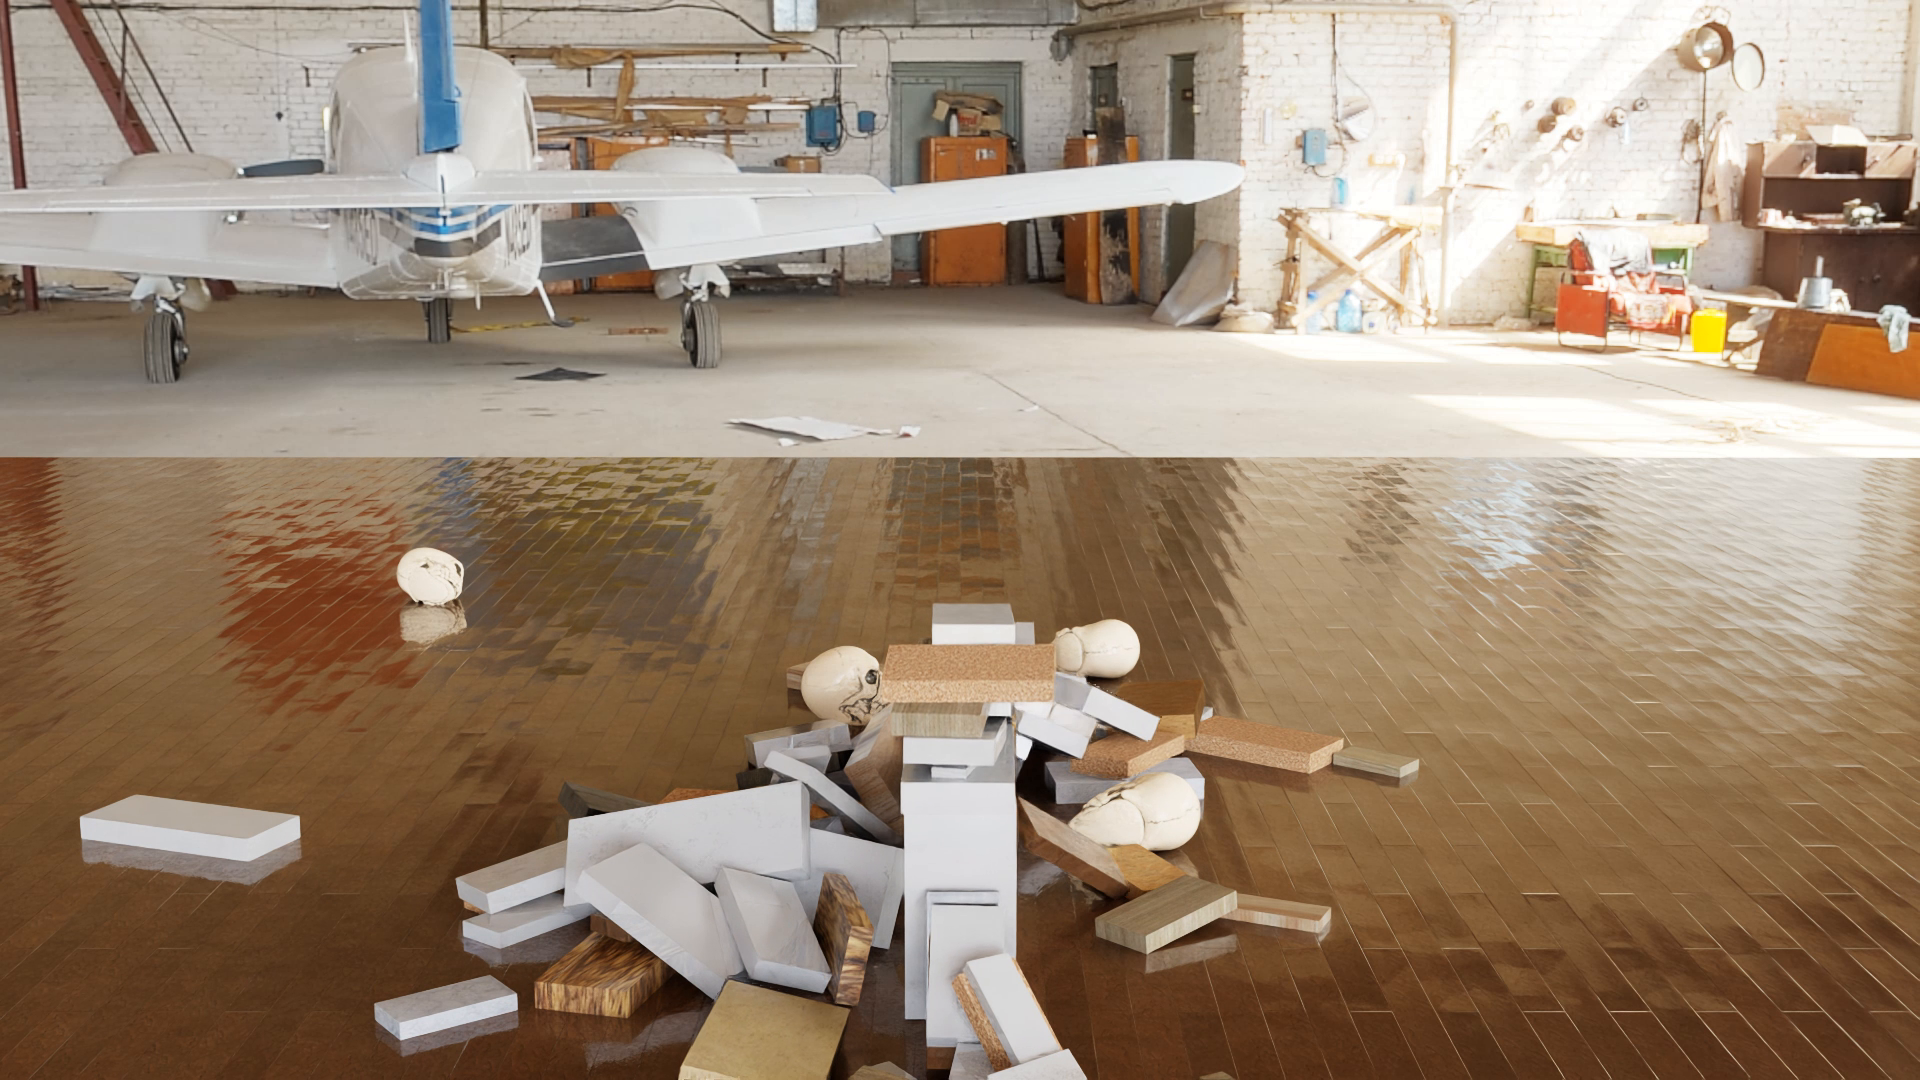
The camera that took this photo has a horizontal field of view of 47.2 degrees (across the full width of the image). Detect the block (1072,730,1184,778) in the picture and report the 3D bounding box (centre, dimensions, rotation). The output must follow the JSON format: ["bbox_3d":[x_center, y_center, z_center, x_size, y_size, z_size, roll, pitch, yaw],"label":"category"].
[{"bbox_3d":[0.329,0.415,4.295,0.121,0.034,0.243,5,10,31],"label":"block"}]

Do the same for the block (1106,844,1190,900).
[{"bbox_3d":[0.305,0.566,3.714,0.108,0.031,0.216,-5,11,-24],"label":"block"}]

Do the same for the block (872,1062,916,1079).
[{"bbox_3d":[-0.089,0.722,2.923,0.049,0.014,0.097,-7,13,-33],"label":"block"}]

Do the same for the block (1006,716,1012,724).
[{"bbox_3d":[0.002,0.293,3.518,0.155,0.044,0.310,0,1,0],"label":"block"}]

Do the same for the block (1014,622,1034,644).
[{"bbox_3d":[0.062,0.175,3.330,0.102,0.029,0.203,1,20,1],"label":"block"}]

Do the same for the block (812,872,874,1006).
[{"bbox_3d":[-0.179,0.596,3.299,0.034,0.119,0.239,10,8,-15],"label":"block"}]

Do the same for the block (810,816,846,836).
[{"bbox_3d":[-0.331,0.524,3.685,0.253,0.036,0.126,-13,13,26],"label":"block"}]

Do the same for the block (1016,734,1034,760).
[{"bbox_3d":[0.041,0.384,4.346,0.141,0.040,0.282,23,-7,-10],"label":"block"}]

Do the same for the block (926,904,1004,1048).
[{"bbox_3d":[0.009,0.595,3.003,0.100,0.028,0.201,1,50,1],"label":"block"}]

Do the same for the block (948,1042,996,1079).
[{"bbox_3d":[0.016,0.708,2.888,0.057,0.016,0.114,2,30,10],"label":"block"}]

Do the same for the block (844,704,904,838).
[{"bbox_3d":[-0.118,0.432,4.024,0.051,0.180,0.359,-30,6,10],"label":"block"}]

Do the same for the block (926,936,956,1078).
[{"bbox_3d":[0.006,0.637,3.005,0.100,0.028,0.201,0,50,0],"label":"block"}]

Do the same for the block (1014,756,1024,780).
[{"bbox_3d":[0.031,0.397,4.161,0.141,0.040,0.282,20,-8,13],"label":"block"}]

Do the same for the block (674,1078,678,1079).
[{"bbox_3d":[-0.459,0.743,2.710,0.351,0.050,0.175,-4,11,-21],"label":"block"}]

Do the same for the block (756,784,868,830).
[{"bbox_3d":[-0.266,0.480,3.977,0.113,0.032,0.225,-7,13,-33],"label":"block"}]

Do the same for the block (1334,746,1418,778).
[{"bbox_3d":[0.832,0.443,4.401,0.150,0.021,0.075,9,14,39],"label":"block"}]

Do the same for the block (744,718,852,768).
[{"bbox_3d":[-0.320,0.396,4.285,0.180,0.051,0.359,-10,-1,-9],"label":"block"}]

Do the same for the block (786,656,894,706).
[{"bbox_3d":[-0.220,0.321,4.996,0.319,0.045,0.159,8,13,36],"label":"block"}]

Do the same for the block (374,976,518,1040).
[{"bbox_3d":[-0.739,0.671,3.163,0.179,0.025,0.090,-8,13,-36],"label":"block"}]

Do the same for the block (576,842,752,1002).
[{"bbox_3d":[-0.424,0.572,3.316,0.288,0.041,0.144,33,26,22],"label":"block"}]

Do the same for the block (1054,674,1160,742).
[{"bbox_3d":[0.207,0.310,4.435,0.180,0.051,0.414,26,-6,-31],"label":"block"}]

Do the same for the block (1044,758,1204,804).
[{"bbox_3d":[0.315,0.463,4.241,0.285,0.040,0.143,-1,11,-7],"label":"block"}]

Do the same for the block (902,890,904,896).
[{"bbox_3d":[-0.158,0.580,3.668,0.139,0.020,0.070,-5,12,-22],"label":"block"}]

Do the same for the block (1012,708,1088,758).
[{"bbox_3d":[0.135,0.369,4.276,0.141,0.040,0.282,25,-8,-15],"label":"block"}]

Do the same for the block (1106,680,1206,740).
[{"bbox_3d":[0.413,0.357,4.613,0.180,0.051,0.360,-4,7,10],"label":"block"}]

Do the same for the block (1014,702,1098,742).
[{"bbox_3d":[0.142,0.343,4.482,0.180,0.051,0.360,24,-5,-11],"label":"block"}]

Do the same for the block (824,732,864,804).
[{"bbox_3d":[-0.173,0.450,4.286,0.180,0.051,0.359,4,11,20],"label":"block"}]

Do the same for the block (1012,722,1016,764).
[{"bbox_3d":[0.023,0.366,3.864,0.147,0.042,0.294,4,-17,3],"label":"block"}]

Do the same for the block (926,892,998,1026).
[{"bbox_3d":[0.004,0.596,3.090,0.100,0.201,0.028,0,-7,0],"label":"block"}]

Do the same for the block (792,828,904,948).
[{"bbox_3d":[-0.231,0.540,3.501,0.310,0.155,0.044,7,-10,35],"label":"block"}]

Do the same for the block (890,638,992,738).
[{"bbox_3d":[-0.015,0.209,3.148,0.125,0.035,0.250,1,22,8],"label":"block"}]

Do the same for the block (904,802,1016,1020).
[{"bbox_3d":[0.001,0.526,3.144,0.158,0.317,0.045,0,8,0],"label":"block"}]

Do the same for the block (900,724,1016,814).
[{"bbox_3d":[0.000,0.330,3.203,0.158,0.045,0.317,0,10,1],"label":"block"}]
